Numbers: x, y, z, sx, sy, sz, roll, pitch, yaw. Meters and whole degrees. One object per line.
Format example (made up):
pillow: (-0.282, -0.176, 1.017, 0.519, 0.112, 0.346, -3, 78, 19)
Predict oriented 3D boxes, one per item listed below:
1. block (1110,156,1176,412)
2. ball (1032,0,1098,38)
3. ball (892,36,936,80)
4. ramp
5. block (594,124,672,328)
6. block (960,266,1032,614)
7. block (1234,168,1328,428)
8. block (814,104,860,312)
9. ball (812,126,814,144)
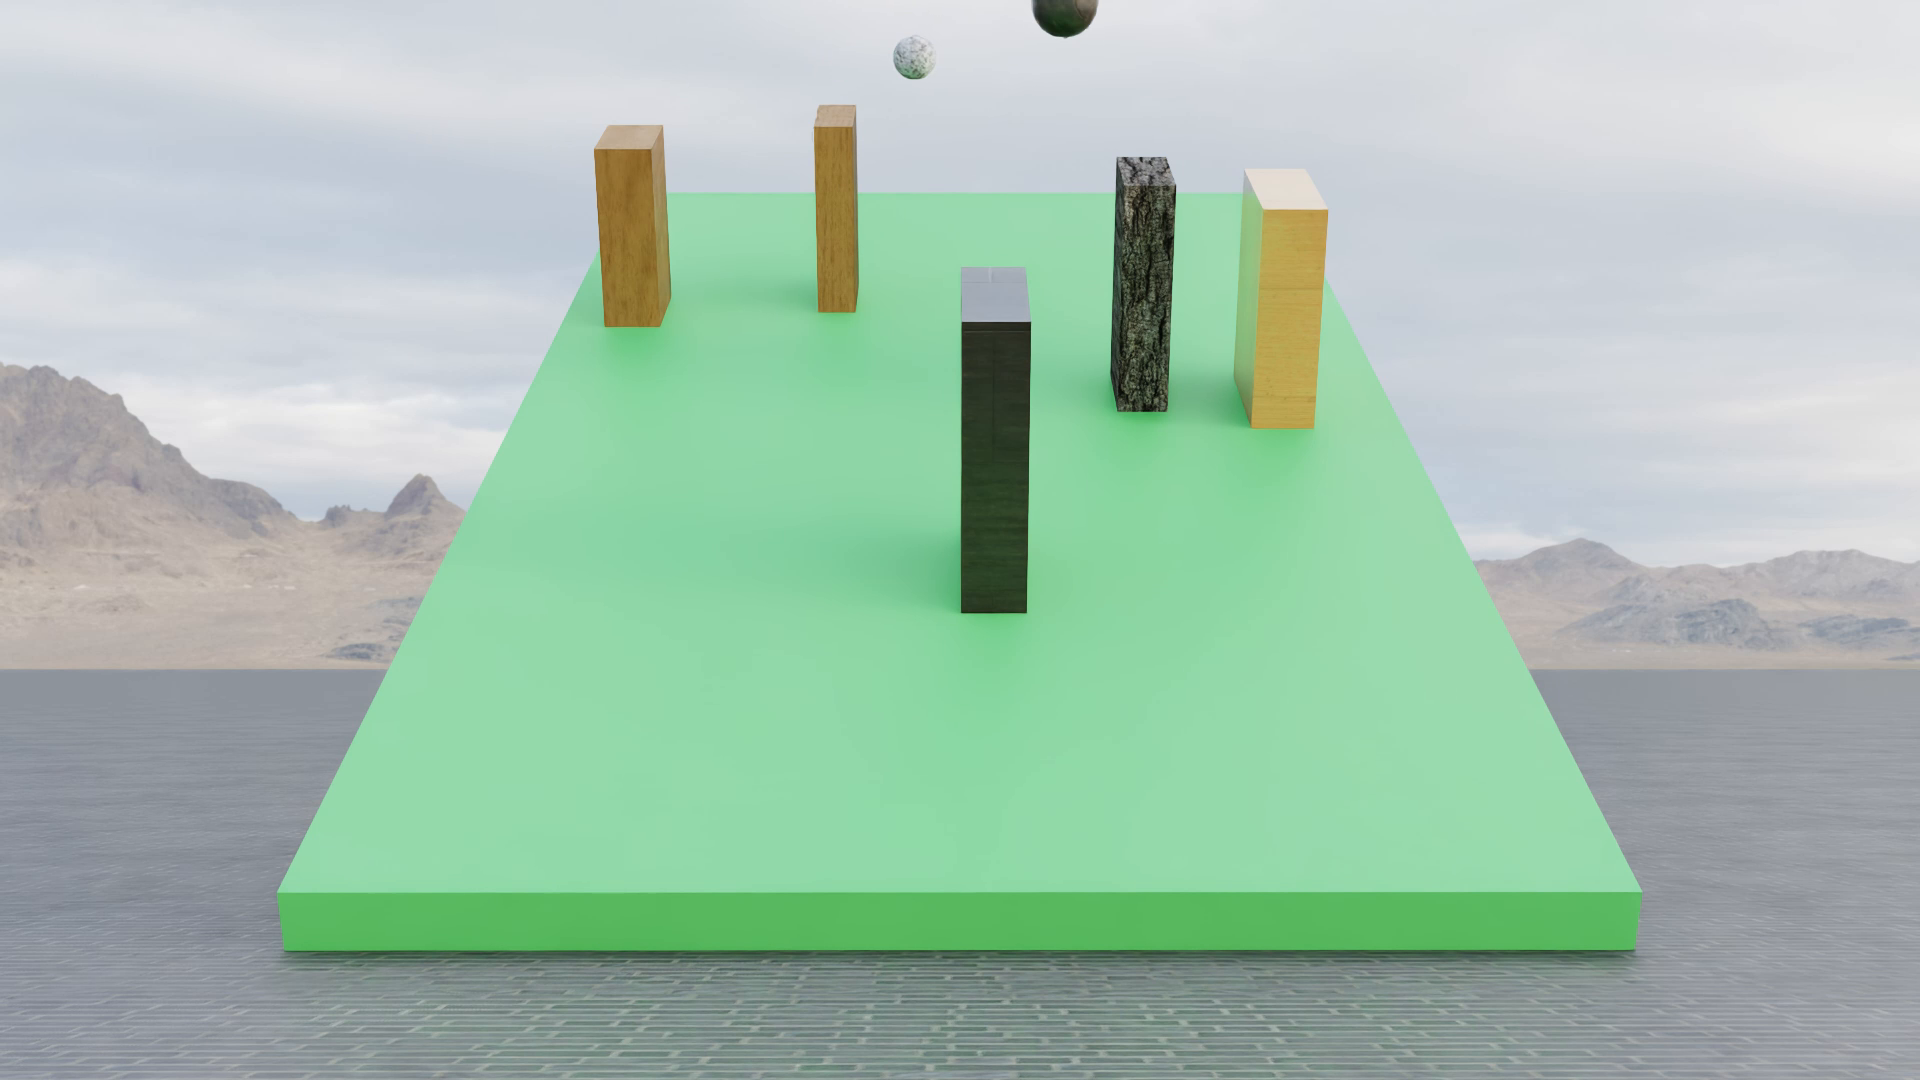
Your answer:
block: (0.416, -0.586, 5.294, 0.114, 0.526, 0.262, 0, 23, 0)
ball: (0.311, -1.595, 6.885, 0.199, 0.199, 0.199, 0, -3, 0)
ball: (-0.133, -1.421, 6.814, 0.129, 0.129, 0.129, 0, -3, 0)
ramp: (-0.007, -0.226, 5.247, 2.000, 0.100, 4.000, 0, 23, 0)
block: (-0.827, -0.798, 5.873, 0.140, 0.455, 0.259, 0, 23, 0)
block: (0.063, -0.190, 4.320, 0.122, 0.564, 0.338, 0, 23, 0)
block: (0.722, -0.550, 5.241, 0.141, 0.503, 0.354, 0, 23, 0)
block: (-0.317, -0.857, 5.977, 0.097, 0.483, 0.248, 0, 23, 0)
ball: (-0.372, -1.186, 6.786, 0.129, 0.129, 0.129, 0, -3, 0)
